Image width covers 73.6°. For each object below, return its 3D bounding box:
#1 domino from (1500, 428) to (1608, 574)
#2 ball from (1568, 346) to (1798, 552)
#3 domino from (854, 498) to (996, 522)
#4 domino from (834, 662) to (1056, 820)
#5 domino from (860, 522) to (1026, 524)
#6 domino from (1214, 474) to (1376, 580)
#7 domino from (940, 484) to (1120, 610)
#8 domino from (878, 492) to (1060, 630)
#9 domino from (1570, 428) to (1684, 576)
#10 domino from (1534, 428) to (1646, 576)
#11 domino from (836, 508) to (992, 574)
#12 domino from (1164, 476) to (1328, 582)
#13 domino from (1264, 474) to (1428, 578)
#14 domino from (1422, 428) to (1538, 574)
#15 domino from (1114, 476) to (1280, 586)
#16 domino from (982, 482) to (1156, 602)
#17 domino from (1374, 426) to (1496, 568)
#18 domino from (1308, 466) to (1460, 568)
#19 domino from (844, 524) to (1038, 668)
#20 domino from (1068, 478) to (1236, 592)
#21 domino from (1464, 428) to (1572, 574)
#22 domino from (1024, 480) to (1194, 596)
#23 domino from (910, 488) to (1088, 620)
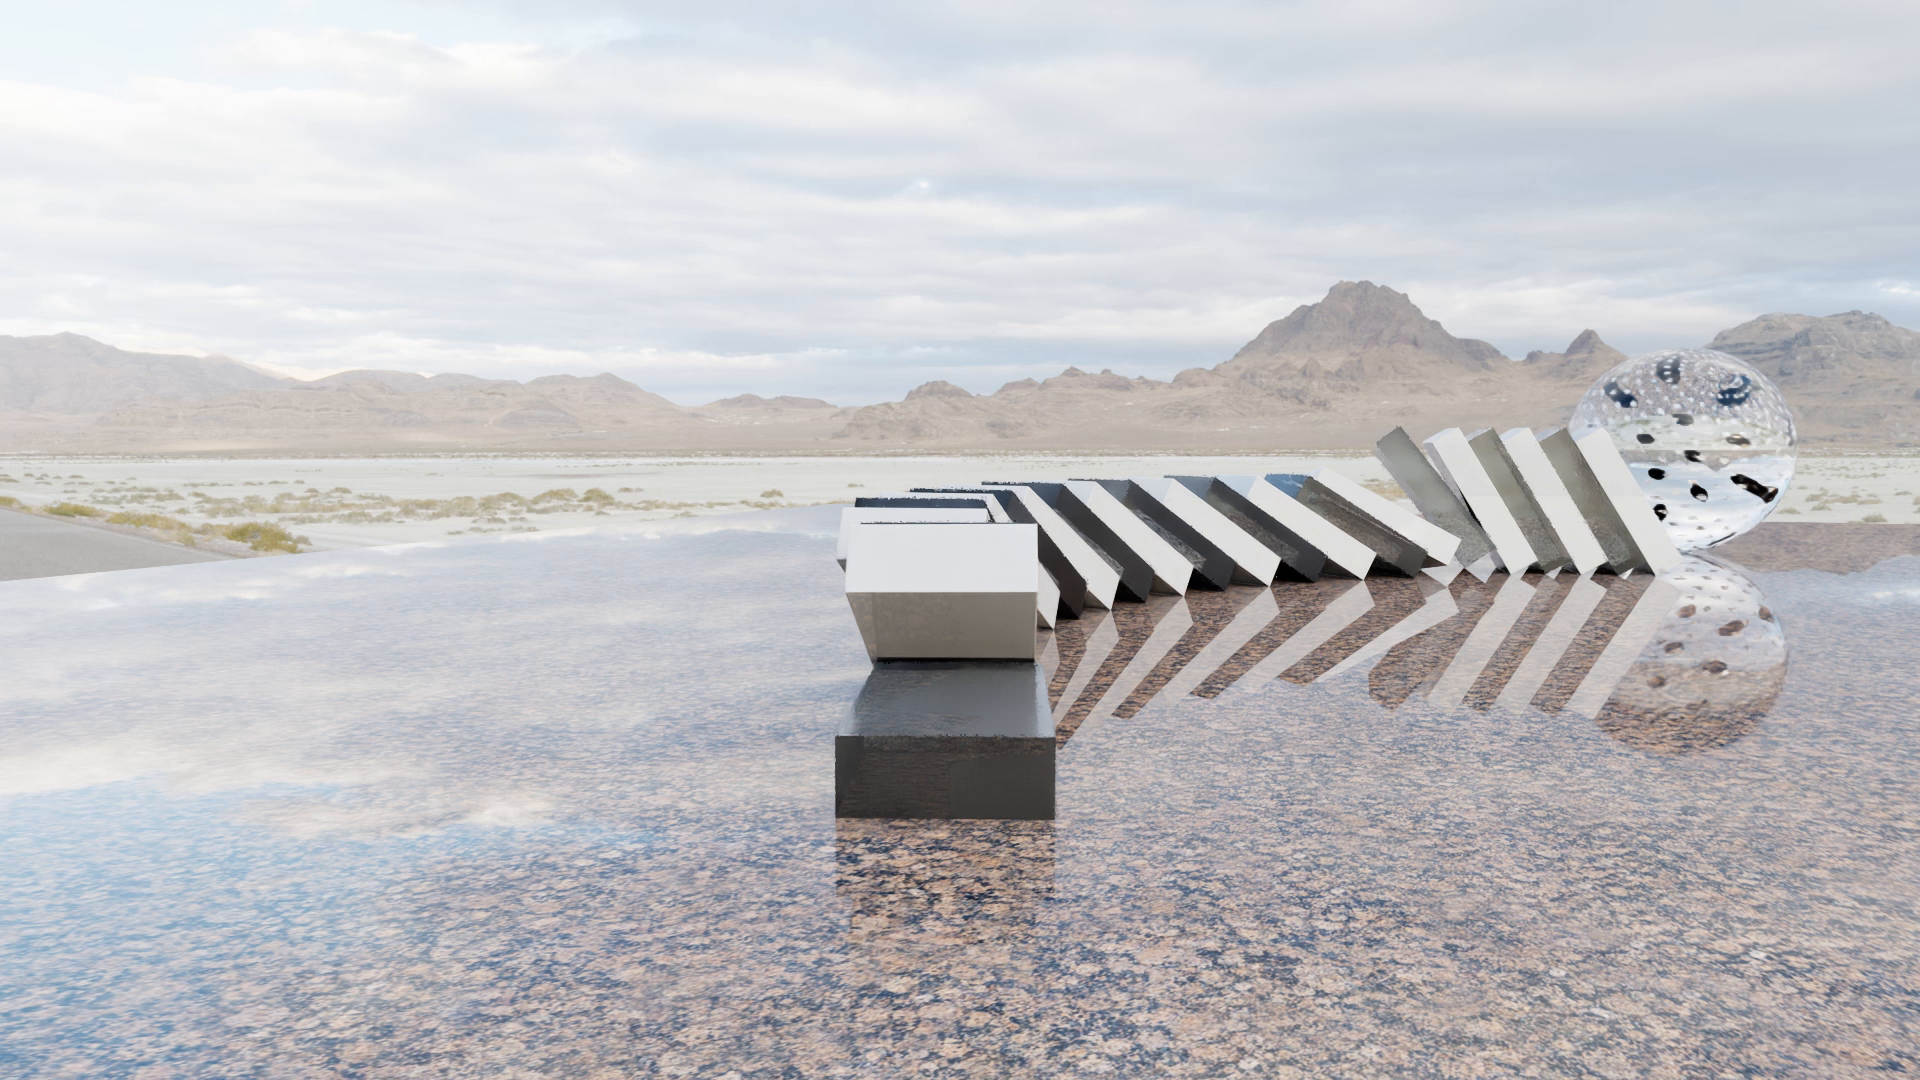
[{"bbox_3d":[0.196,-0.014,0.430,0.010,0.050,0.025,-31,-3,13],"label":"domino"},{"bbox_3d":[0.281,-0.035,0.503,0.080,0.080,0.080,0,4,0],"label":"ball"},{"bbox_3d":[-0.002,0.007,0.259,0.025,0.009,0.050,1,-24,17],"label":"domino"},{"bbox_3d":[-0.001,0.025,0.170,0.025,0.009,0.050,0,4,2],"label":"domino"},{"bbox_3d":[-0.002,0.011,0.215,0.025,0.010,0.050,0,-22,2],"label":"domino"},{"bbox_3d":[0.104,-0.004,0.405,0.050,0.009,0.025,30,-6,-19],"label":"domino"},{"bbox_3d":[0.017,0.002,0.319,0.025,0.010,0.050,3,-24,36],"label":"domino"},{"bbox_3d":[0.002,0.005,0.279,0.025,0.010,0.050,2,-24,22],"label":"domino"},{"bbox_3d":[0.218,-0.013,0.424,0.010,0.050,0.025,-31,-3,13],"label":"domino"},{"bbox_3d":[0.207,-0.013,0.427,0.010,0.050,0.025,-31,-3,13],"label":"domino"},{"bbox_3d":[-0.004,0.009,0.237,0.025,0.010,0.050,1,-23,11],"label":"domino"},{"bbox_3d":[0.086,-0.003,0.394,0.050,0.009,0.025,31,-10,-25],"label":"domino"},{"bbox_3d":[0.122,-0.005,0.412,0.050,0.010,0.025,30,-4,-16],"label":"domino"},{"bbox_3d":[0.174,-0.014,0.431,0.009,0.050,0.025,-31,-3,13],"label":"domino"},{"bbox_3d":[0.069,-0.002,0.381,0.050,0.010,0.025,32,-14,-31],"label":"domino"},{"bbox_3d":[0.028,0.001,0.336,0.025,0.010,0.050,4,-24,40],"label":"domino"},{"bbox_3d":[0.160,-0.014,0.433,0.009,0.050,0.025,-37,-13,11],"label":"domino"},{"bbox_3d":[0.137,-0.007,0.424,0.050,0.009,0.025,28,-4,1],"label":"domino"},{"bbox_3d":[-0.001,0.012,0.191,0.025,0.009,0.050,0,-22,3],"label":"domino"},{"bbox_3d":[0.054,-0.001,0.368,0.050,0.010,0.025,33,-17,-35],"label":"domino"},{"bbox_3d":[0.185,-0.014,0.431,0.009,0.050,0.025,-31,-3,13],"label":"domino"},{"bbox_3d":[0.040,0.000,0.352,0.025,0.010,0.050,4,-23,45],"label":"domino"},{"bbox_3d":[0.009,0.004,0.299,0.025,0.010,0.050,2,-24,27],"label":"domino"}]
